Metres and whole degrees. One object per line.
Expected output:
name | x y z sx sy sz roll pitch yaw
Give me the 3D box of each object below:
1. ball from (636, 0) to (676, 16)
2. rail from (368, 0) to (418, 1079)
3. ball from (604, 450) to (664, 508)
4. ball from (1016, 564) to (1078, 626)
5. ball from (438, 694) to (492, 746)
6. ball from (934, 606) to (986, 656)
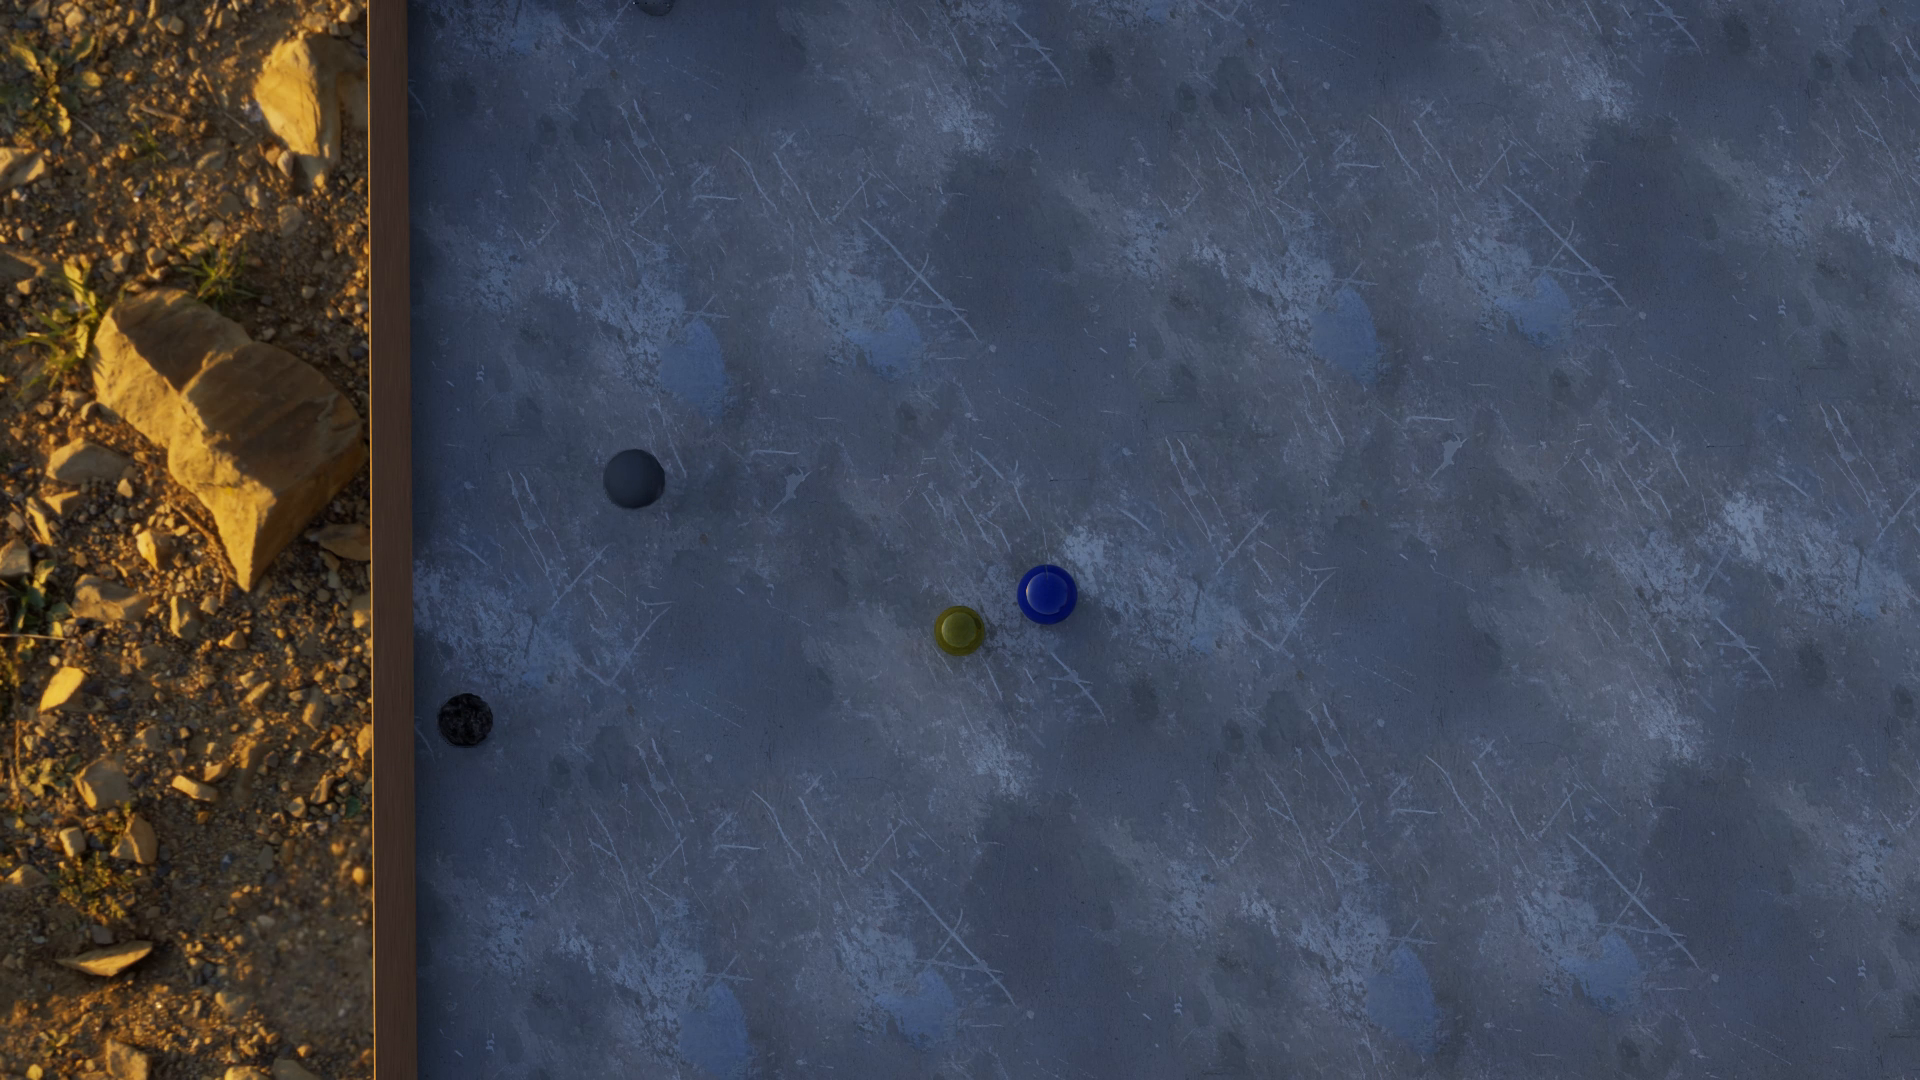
ball | -0.476 -0.853 3.435 0.066 0.066 0.066 0 80 0
rail | -0.832 0.040 3.251 0.045 0.118 1.922 -3 80 -1
ball | -0.487 -0.091 3.289 0.089 0.089 0.089 0 80 0
ball | 0.129 0.081 3.258 0.091 0.091 0.091 0 80 0
ball | -0.727 0.265 3.233 0.077 0.077 0.077 0 80 0
ball | -0.001 0.135 3.256 0.076 0.076 0.076 0 80 0
